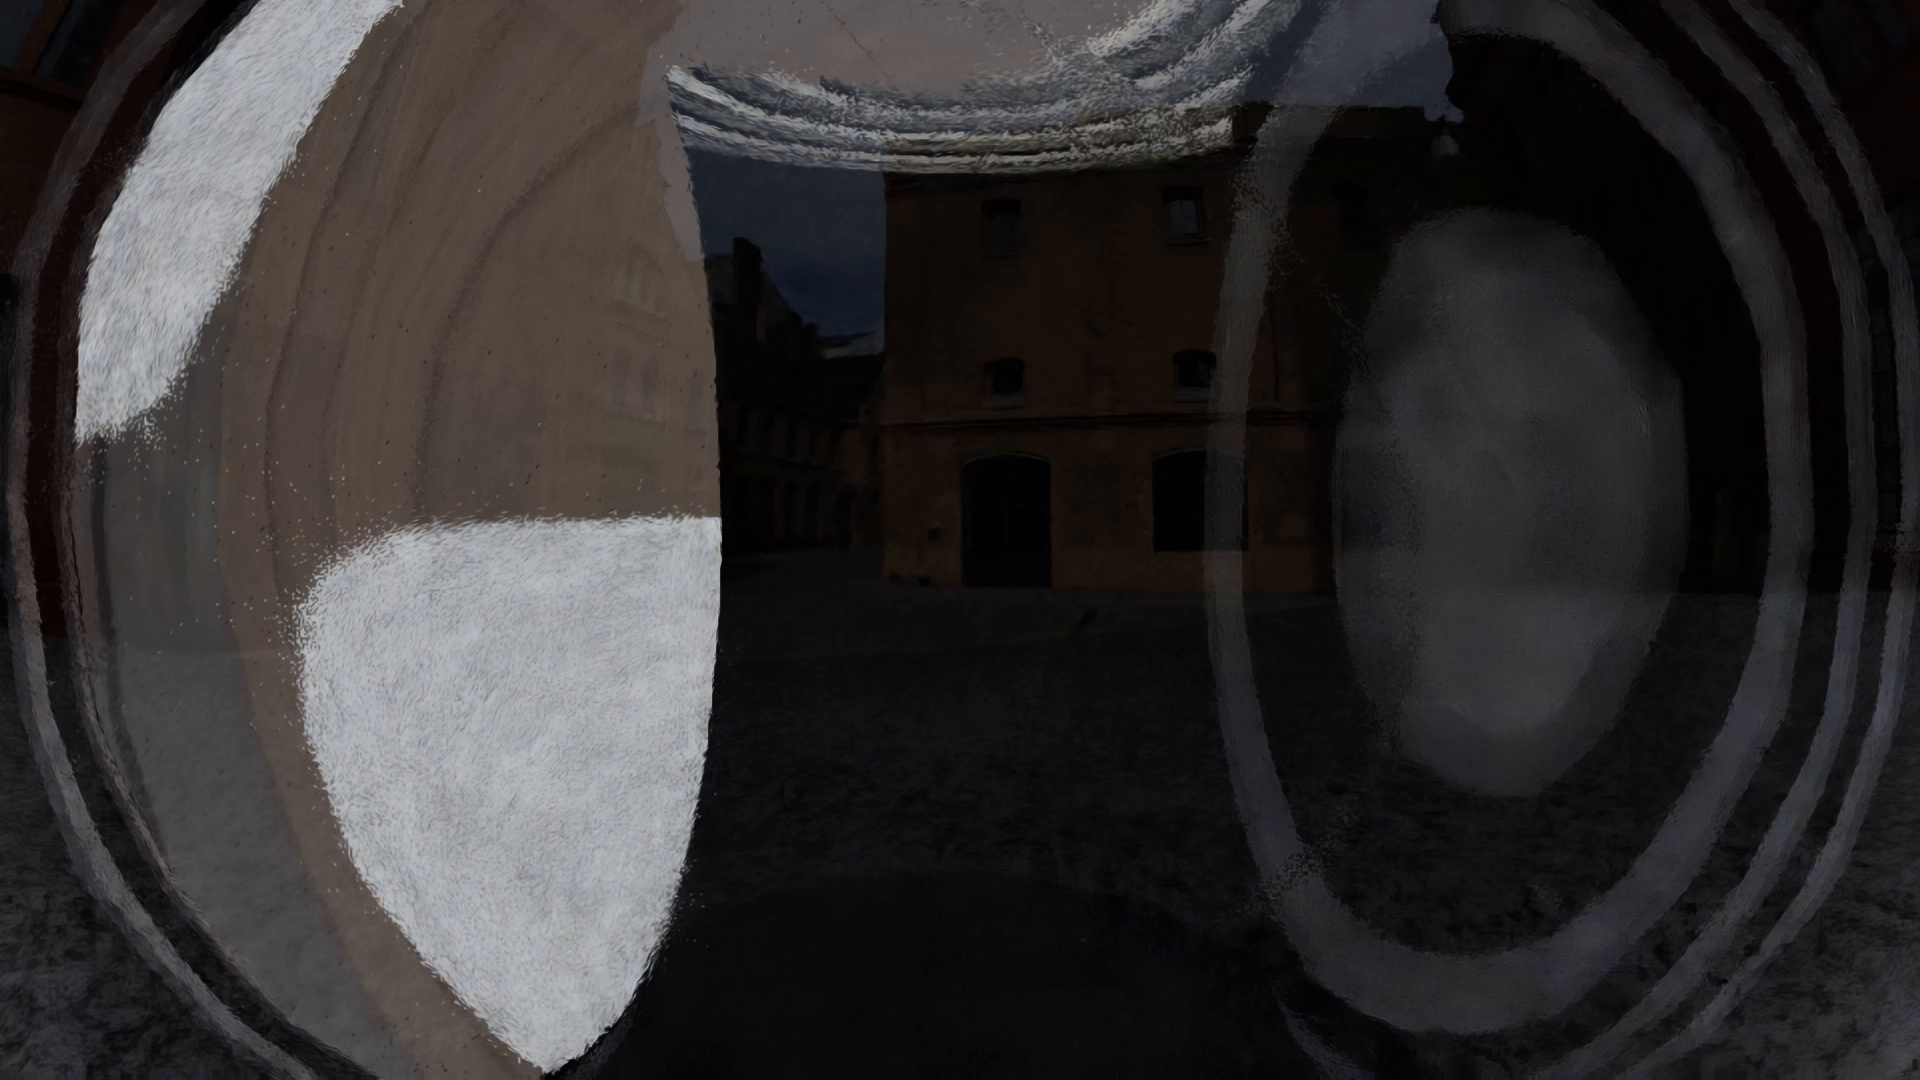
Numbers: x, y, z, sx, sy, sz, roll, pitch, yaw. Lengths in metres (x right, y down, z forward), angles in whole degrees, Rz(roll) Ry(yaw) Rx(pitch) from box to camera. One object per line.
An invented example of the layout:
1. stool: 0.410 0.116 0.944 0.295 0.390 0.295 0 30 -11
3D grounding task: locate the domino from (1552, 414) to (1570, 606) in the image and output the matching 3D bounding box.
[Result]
1. domino: 0.169 -0.007 0.332 0.009 0.050 0.025 -4 6 -40

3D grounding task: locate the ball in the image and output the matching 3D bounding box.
1. ball: 0.000 -0.002 0.056 0.080 0.080 0.080 0 4 0

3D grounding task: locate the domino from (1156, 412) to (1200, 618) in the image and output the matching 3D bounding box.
1. domino: 0.055 -0.007 0.326 0.009 0.050 0.025 1 4 7

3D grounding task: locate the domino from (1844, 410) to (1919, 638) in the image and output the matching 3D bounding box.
1. domino: 0.206 -0.004 0.290 0.025 0.050 0.009 3 5 36

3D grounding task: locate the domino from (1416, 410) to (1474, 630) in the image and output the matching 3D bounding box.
1. domino: 0.115 -0.005 0.305 0.009 0.050 0.025 2 5 26

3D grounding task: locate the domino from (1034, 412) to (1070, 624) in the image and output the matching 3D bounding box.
1. domino: 0.013 -0.006 0.310 0.025 0.050 0.010 3 5 32

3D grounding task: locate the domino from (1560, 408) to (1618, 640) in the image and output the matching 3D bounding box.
1. domino: 0.143 -0.004 0.291 0.010 0.050 0.025 2 5 26

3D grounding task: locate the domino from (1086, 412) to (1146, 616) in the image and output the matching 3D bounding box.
1. domino: 0.039 -0.007 0.327 0.009 0.050 0.025 0 4 -6

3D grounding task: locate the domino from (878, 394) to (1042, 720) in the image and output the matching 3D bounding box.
1. domino: 0.000 0.002 0.201 0.025 0.050 0.010 0 4 0

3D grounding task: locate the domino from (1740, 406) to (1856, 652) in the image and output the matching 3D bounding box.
1. domino: 0.179 -0.003 0.275 0.009 0.050 0.025 1 4 8

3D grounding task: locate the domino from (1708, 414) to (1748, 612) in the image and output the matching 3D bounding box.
1. domino: 0.201 -0.007 0.333 0.010 0.050 0.025 3 5 35

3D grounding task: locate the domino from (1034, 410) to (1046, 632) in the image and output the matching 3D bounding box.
1. domino: 0.007 -0.005 0.296 0.025 0.050 0.009 1 5 19

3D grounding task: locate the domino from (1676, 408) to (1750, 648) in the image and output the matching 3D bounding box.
1. domino: 0.164 -0.003 0.280 0.009 0.050 0.025 2 5 24

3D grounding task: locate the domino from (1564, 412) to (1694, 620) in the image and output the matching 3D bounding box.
1. domino: 0.164 -0.006 0.316 0.025 0.050 0.010 1 4 11

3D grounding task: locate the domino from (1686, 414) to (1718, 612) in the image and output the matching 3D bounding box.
1. domino: 0.184 -0.008 0.336 0.009 0.050 0.025 0 4 -4

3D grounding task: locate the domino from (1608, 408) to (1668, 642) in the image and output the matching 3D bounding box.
1. domino: 0.151 -0.004 0.287 0.009 0.050 0.025 2 5 27

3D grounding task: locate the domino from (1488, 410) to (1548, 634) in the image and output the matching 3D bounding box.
1. domino: 0.130 -0.005 0.297 0.009 0.050 0.025 2 5 27

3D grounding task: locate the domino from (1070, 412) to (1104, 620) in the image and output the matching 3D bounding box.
1. domino: 0.024 -0.007 0.322 0.010 0.050 0.025 -3 5 -32

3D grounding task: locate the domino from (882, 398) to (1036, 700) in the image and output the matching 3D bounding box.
1. domino: 0.000 0.001 0.217 0.025 0.050 0.009 0 4 -1

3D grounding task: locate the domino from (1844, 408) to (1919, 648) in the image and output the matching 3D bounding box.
1. domino: 0.195 -0.003 0.279 0.010 0.050 0.025 -2 5 -28

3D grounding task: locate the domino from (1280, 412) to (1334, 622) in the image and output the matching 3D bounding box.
1. domino: 0.086 -0.006 0.317 0.010 0.050 0.025 2 5 21

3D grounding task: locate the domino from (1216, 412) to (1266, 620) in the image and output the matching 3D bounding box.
1. domino: 0.071 -0.007 0.323 0.009 0.050 0.025 1 4 17

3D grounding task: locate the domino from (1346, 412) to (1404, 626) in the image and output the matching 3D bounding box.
1. domino: 0.101 -0.006 0.311 0.009 0.050 0.025 2 5 24
